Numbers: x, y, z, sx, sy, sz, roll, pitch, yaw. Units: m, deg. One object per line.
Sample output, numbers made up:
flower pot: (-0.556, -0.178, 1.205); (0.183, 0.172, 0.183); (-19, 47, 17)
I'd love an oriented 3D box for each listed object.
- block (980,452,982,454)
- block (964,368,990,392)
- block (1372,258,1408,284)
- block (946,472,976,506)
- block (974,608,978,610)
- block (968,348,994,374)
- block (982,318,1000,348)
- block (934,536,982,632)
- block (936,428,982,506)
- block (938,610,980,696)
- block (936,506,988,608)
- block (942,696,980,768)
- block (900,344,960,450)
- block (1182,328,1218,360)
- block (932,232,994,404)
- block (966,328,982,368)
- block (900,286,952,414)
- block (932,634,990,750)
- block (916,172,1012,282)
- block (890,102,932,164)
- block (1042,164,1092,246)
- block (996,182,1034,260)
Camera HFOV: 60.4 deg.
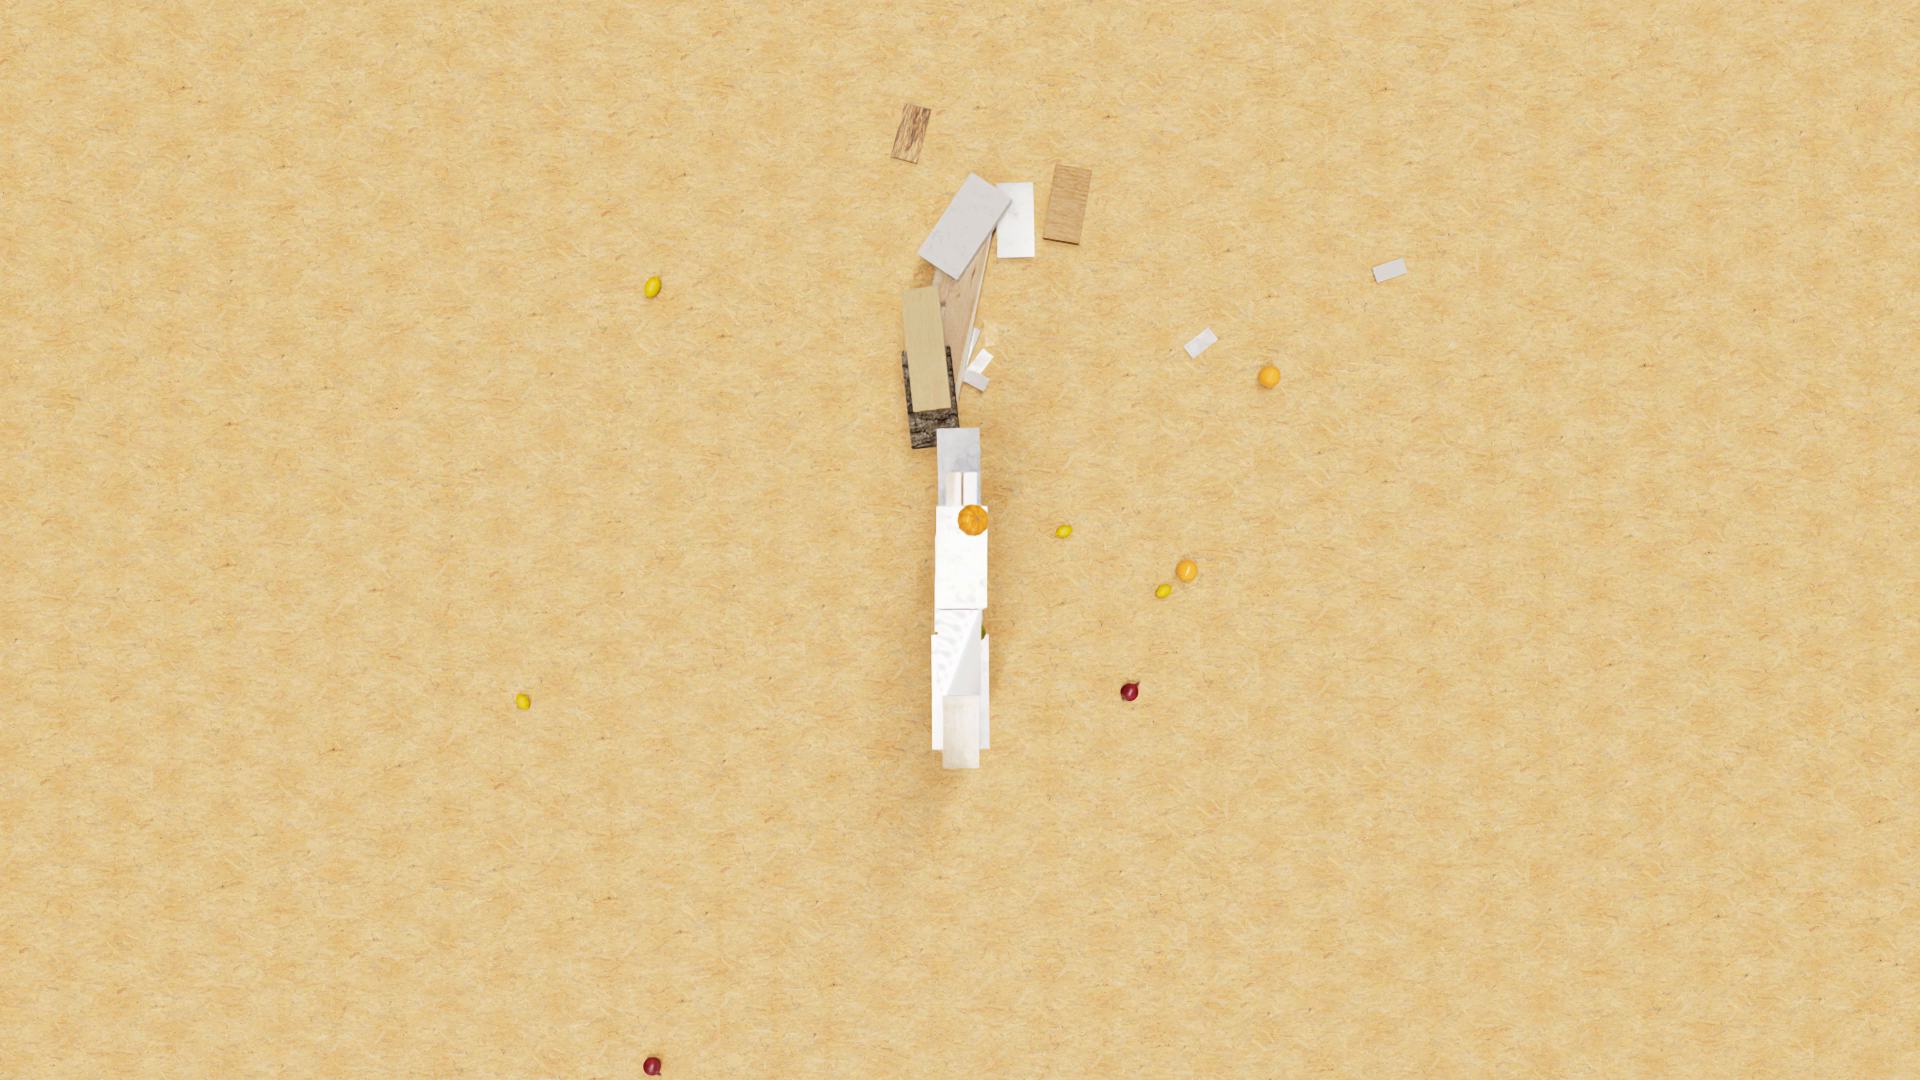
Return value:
block: (-0.002, -0.293, 5.365); (0.134, 0.267, 0.038); (-7, 94, 0)
block: (0.050, -0.533, 5.476); (0.091, 0.013, 0.045); (27, 90, 7)
block: (1.430, -0.897, 5.493); (0.105, 0.015, 0.053); (-18, 90, 0)
block: (0.004, -0.111, 4.995); (0.093, 0.026, 0.185); (0, 91, 0)
block: (-0.002, 0.228, 4.810); (0.120, 0.300, 0.034); (-6, 90, 0)
block: (0.066, -0.587, 5.494); (0.045, 0.013, 0.091); (37, 90, 0)
block: (0.103, -0.691, 5.494); (0.045, 0.013, 0.091); (-8, 90, 0)
block: (-0.004, 0.132, 4.981); (0.144, 0.041, 0.287); (0, 90, 0)
block: (-0.003, -0.219, 5.213); (0.134, 0.038, 0.267); (-2, 91, 0)
block: (-0.001, 0.317, 4.643); (0.120, 0.034, 0.239); (0, 90, 0)
block: (0.005, 0.048, 4.654); (0.143, 0.041, 0.286); (0, 90, 0)
block: (0.002, 0.543, 4.680); (0.103, 0.029, 0.205); (0, 90, 0)
block: (-0.094, -0.466, 5.388); (0.160, 0.045, 0.319); (-7, 87, 6)
block: (0.801, -0.656, 5.493); (0.105, 0.015, 0.053); (-38, 90, 0)
block: (-0.024, -0.763, 5.440); (0.160, 0.045, 0.625); (11, 89, 7)
block: (-0.006, -0.625, 5.467); (0.091, 0.026, 0.183); (21, 90, 7)
block: (-0.109, -0.618, 5.356); (0.123, 0.035, 0.400); (-7, 86, 6)
block: (0.002, 0.451, 4.924); (0.170, 0.048, 0.340); (0, 90, 0)
block: (0.016, -1.024, 5.403); (0.160, 0.045, 0.320); (34, 91, 7)
block: (-0.163, -1.352, 5.487); (0.091, 0.026, 0.183); (15, 90, 0)
block: (0.357, -1.114, 5.483); (0.123, 0.035, 0.247); (10, 90, 0)
block: (0.183, -1.061, 5.483); (0.123, 0.035, 0.247); (-1, 90, 0)
